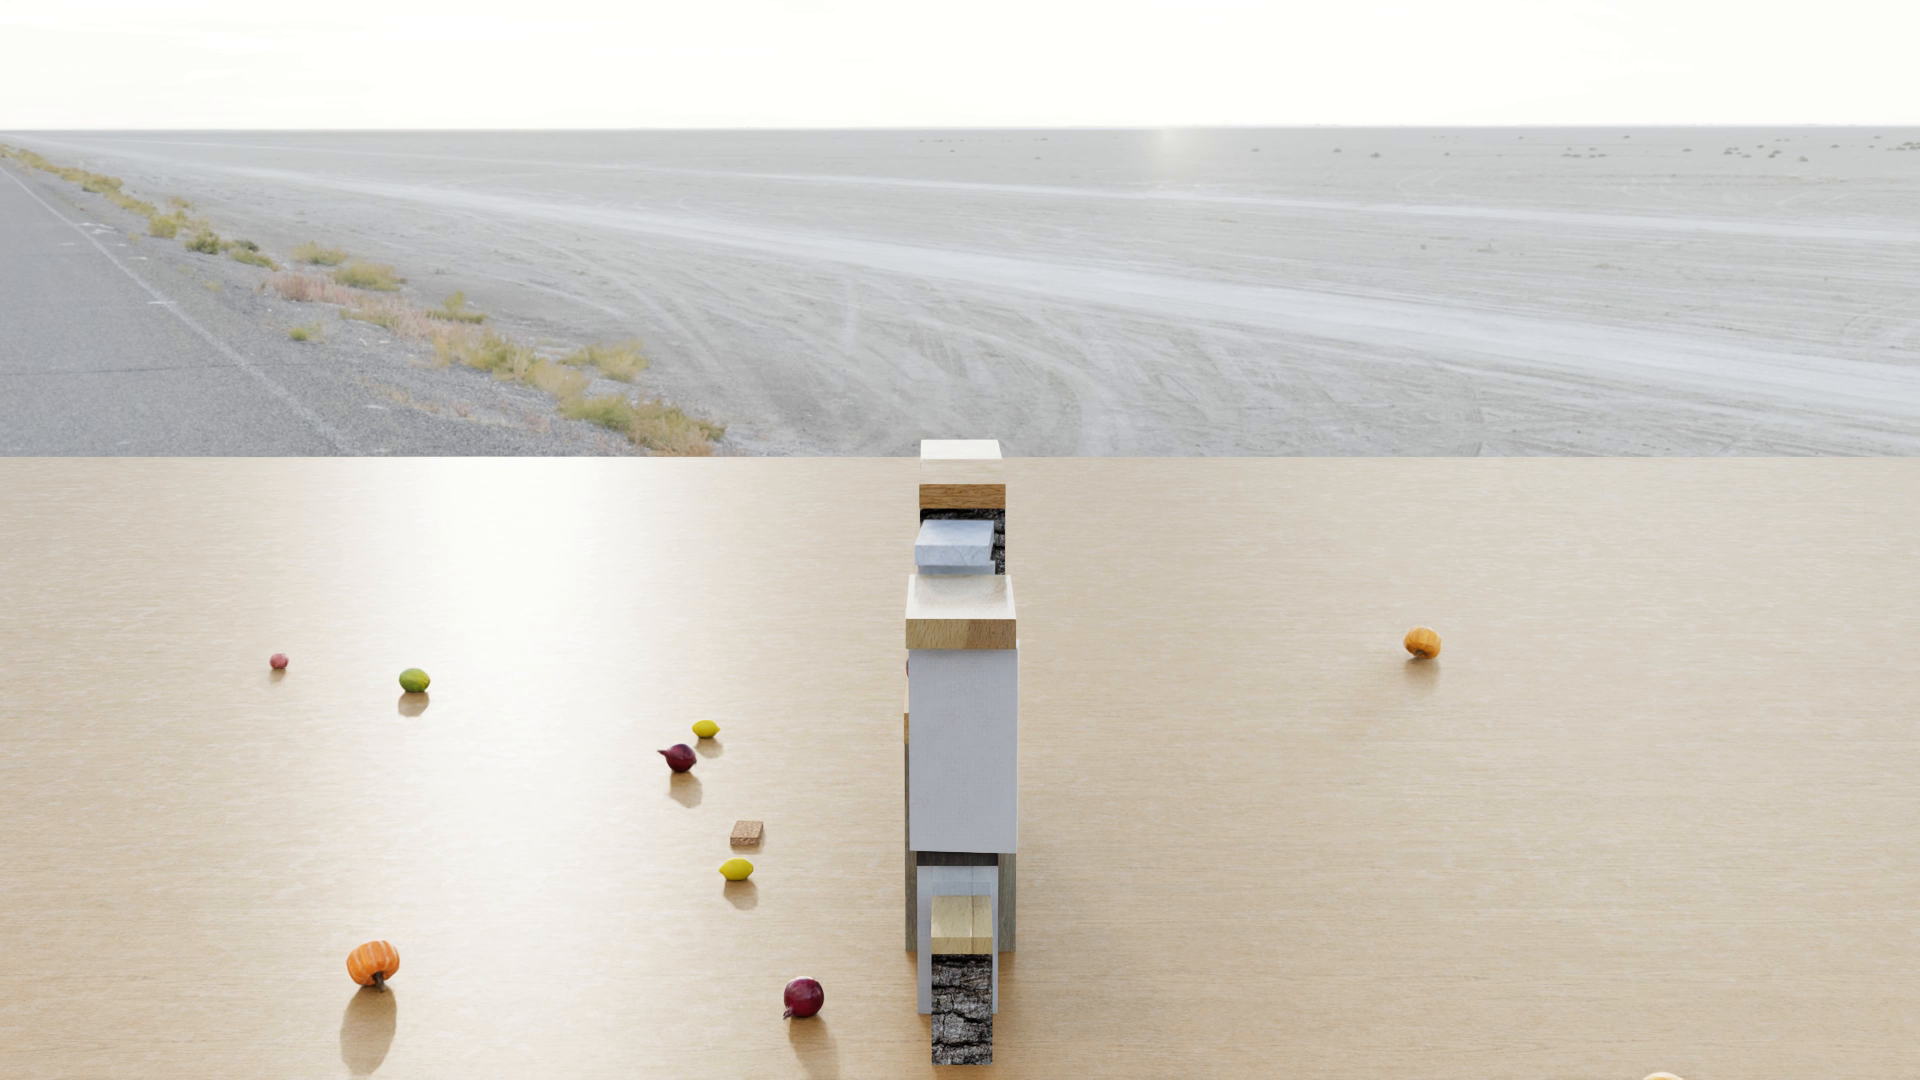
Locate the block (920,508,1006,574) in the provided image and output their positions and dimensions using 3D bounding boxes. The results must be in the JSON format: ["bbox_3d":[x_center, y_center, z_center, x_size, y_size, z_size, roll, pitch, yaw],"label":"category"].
[{"bbox_3d":[0.004,0.076,3.550,0.137,0.274,0.039,0,11,0],"label":"block"}]

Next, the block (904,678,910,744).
[{"bbox_3d":[0.001,0.253,3.480,0.171,0.048,0.342,0,11,0],"label":"block"}]

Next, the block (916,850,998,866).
[{"bbox_3d":[-0.004,0.423,3.216,0.115,0.033,0.230,0,11,0],"label":"block"}]

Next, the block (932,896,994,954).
[{"bbox_3d":[0.002,0.529,3.029,0.083,0.023,0.166,0,10,0],"label":"block"}]

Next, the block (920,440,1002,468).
[{"bbox_3d":[0.001,-0.142,3.996,0.144,0.041,0.287,0,11,-1],"label":"block"}]

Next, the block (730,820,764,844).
[{"bbox_3d":[-0.384,0.528,3.967,0.049,0.014,0.097,0,11,2],"label":"block"}]

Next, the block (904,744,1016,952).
[{"bbox_3d":[0.001,0.465,3.404,0.171,0.342,0.048,0,11,0],"label":"block"}]

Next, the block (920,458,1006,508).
[{"bbox_3d":[0.004,-0.094,3.610,0.137,0.039,0.274,0,11,0],"label":"block"}]

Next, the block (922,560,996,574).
[{"bbox_3d":[-0.002,0.143,3.330,0.111,0.221,0.031,0,8,1],"label":"block"}]

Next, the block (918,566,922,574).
[{"bbox_3d":[-0.010,0.110,3.506,0.111,0.221,0.031,1,9,3],"label":"block"}]

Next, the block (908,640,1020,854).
[{"bbox_3d":[0.006,0.286,3.054,0.149,0.299,0.042,1,14,4],"label":"block"}]

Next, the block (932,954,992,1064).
[{"bbox_3d":[0.003,0.632,2.992,0.083,0.166,0.023,0,11,0],"label":"block"}]

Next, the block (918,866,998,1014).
[{"bbox_3d":[-0.003,0.567,3.164,0.115,0.230,0.033,0,11,0],"label":"block"}]

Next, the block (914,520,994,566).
[{"bbox_3d":[-0.007,0.003,3.387,0.111,0.031,0.221,1,10,3],"label":"block"}]

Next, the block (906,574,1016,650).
[{"bbox_3d":[0.001,0.100,3.116,0.149,0.042,0.299,0,11,0],"label":"block"}]
